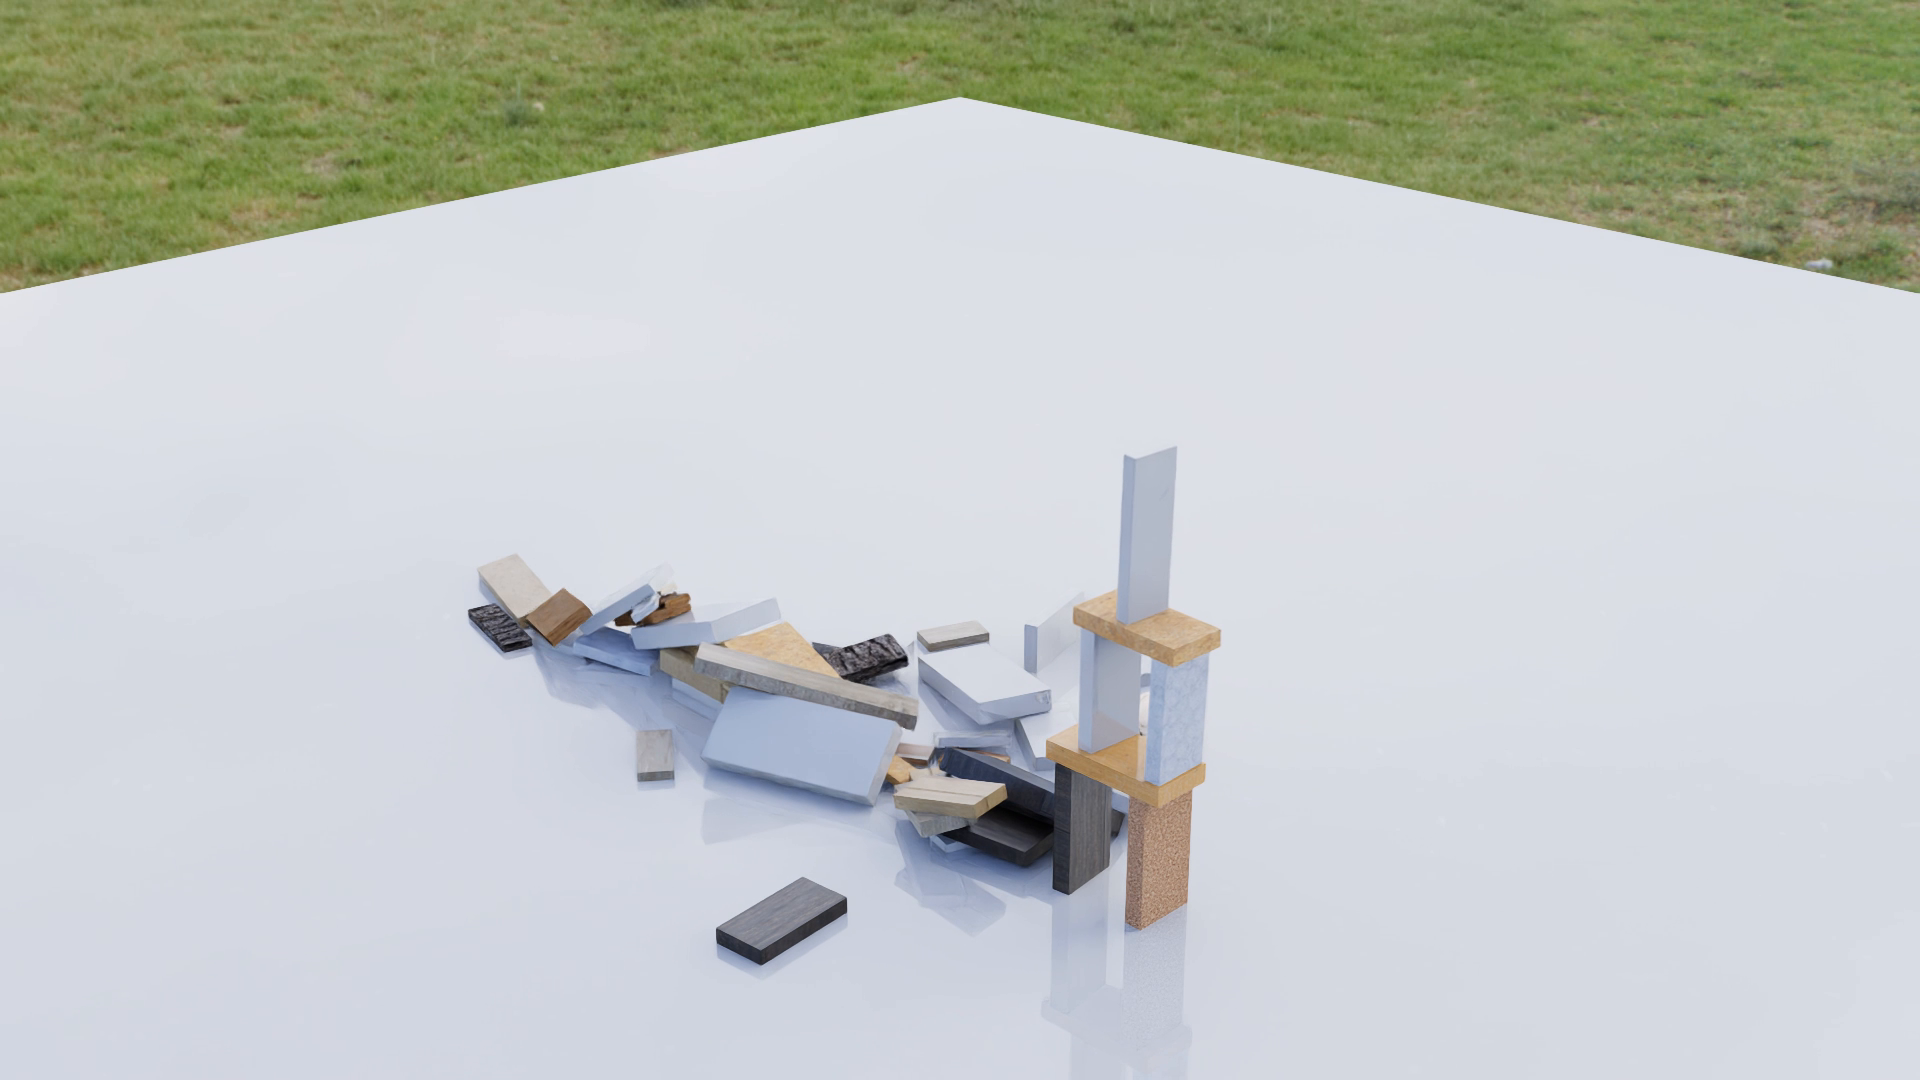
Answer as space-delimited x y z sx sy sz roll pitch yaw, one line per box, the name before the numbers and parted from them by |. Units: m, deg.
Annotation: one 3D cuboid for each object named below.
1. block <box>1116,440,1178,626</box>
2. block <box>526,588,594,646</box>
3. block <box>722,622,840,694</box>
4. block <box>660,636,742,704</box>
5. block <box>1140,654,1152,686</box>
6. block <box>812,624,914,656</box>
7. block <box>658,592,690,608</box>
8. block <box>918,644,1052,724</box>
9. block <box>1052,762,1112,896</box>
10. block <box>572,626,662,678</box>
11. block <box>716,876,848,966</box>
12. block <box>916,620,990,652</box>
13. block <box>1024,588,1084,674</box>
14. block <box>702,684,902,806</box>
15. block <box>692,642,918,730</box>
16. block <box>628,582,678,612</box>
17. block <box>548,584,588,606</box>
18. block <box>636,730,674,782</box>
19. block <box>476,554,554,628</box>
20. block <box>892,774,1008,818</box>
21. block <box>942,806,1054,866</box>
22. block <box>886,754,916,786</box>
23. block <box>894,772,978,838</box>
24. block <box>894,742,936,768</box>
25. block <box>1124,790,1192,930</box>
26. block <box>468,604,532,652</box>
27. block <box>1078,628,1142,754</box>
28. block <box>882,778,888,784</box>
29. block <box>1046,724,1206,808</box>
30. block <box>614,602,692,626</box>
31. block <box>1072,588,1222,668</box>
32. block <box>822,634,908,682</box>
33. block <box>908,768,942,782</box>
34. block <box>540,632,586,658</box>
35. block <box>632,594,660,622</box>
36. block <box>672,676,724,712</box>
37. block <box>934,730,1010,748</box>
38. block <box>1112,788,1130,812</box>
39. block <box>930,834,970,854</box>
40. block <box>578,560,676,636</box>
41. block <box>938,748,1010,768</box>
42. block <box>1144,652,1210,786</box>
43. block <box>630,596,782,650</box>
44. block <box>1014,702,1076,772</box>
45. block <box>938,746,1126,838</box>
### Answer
block | 0.328 -0.011 3.869 0.102 0.317 0.029 -18 30 -36
block | -0.943 0.179 5.165 0.116 0.033 0.231 -40 21 -12
block | -0.343 0.329 4.755 0.179 0.051 0.357 -19 50 -39
block | -0.486 0.300 4.908 0.357 0.051 0.179 23 32 39
block | 0.378 0.272 5.076 0.118 0.034 0.237 -5 23 -11
block | -0.227 0.249 5.136 0.214 0.030 0.107 10 25 22
block | -0.665 0.139 5.044 0.061 0.017 0.122 -19 7 -22
block | 0.052 0.317 4.899 0.172 0.049 0.345 -10 18 -22
block | 0.233 0.524 4.178 0.038 0.271 0.135 17 28 35
block | -0.781 0.255 5.093 0.206 0.029 0.103 16 28 20
block | -0.328 0.702 4.064 0.115 0.033 0.230 18 29 36
block | -0.016 0.226 5.199 0.154 0.022 0.077 -10 25 -21
block | 0.220 0.208 5.118 0.034 0.118 0.237 12 26 27
block | -0.330 0.425 4.574 0.392 0.049 0.172 11 63 24
block | -0.326 0.310 4.680 0.483 0.033 0.116 15 14 -5
block | -0.721 0.132 5.128 0.122 0.017 0.061 -26 0 34
block | -0.963 0.150 5.382 0.070 0.020 0.140 -10 25 -22
block | -0.646 0.456 4.659 0.077 0.022 0.185 -3 23 -8
block | -1.085 0.123 5.407 0.107 0.030 0.339 -22 30 -20
block | -0.020 0.501 4.295 0.204 0.029 0.102 1 19 40
block | 0.067 0.569 4.328 0.229 0.033 0.115 16 28 33
block | -0.124 0.485 4.564 0.121 0.017 0.060 32 37 31
block | -0.048 0.523 4.356 0.115 0.033 0.230 -14 15 -11
block | -0.119 0.453 4.670 0.121 0.017 0.060 6 24 14
block | 0.368 0.573 4.064 0.038 0.271 0.135 21 31 41
block | -1.097 0.209 5.244 0.070 0.020 0.236 -14 27 -29
block | 0.277 0.260 4.041 0.123 0.246 0.035 -18 29 -36
block | -0.186 0.475 4.619 0.121 0.017 0.060 16 28 34
block | 0.304 0.407 4.060 0.271 0.038 0.135 21 31 40
block | -0.718 0.169 5.123 0.103 0.029 0.206 -20 8 -33
block | 0.333 0.155 3.930 0.123 0.035 0.246 -20 30 -38
block | -0.236 0.281 5.009 0.214 0.030 0.107 -17 31 -17
block | -0.055 0.517 4.488 0.068 0.019 0.137 -6 34 -14
block | -0.912 0.241 5.166 0.140 0.020 0.070 14 27 30
block | -0.715 0.151 5.000 0.061 0.017 0.122 -36 12 2
block | -0.542 0.334 4.937 0.103 0.029 0.206 -21 31 -40
block | 0.025 0.425 4.693 0.154 0.022 0.077 -1 4 -8
block | 0.322 0.521 4.444 0.204 0.029 0.102 18 3 37
block | 0.016 0.581 4.366 0.137 0.019 0.068 -12 26 -26
block | -0.774 0.136 5.098 0.231 0.033 0.116 -29 14 27
block | 0.031 0.468 4.633 0.137 0.019 0.068 8 24 19
block | 0.389 0.306 3.932 0.035 0.246 0.123 22 32 39
block | -0.577 0.189 4.971 0.179 0.051 0.357 -21 8 -37
block | 0.197 0.421 4.725 0.118 0.034 0.237 -4 23 -9
block | 0.143 0.504 4.409 0.345 0.049 0.172 20 0 39
